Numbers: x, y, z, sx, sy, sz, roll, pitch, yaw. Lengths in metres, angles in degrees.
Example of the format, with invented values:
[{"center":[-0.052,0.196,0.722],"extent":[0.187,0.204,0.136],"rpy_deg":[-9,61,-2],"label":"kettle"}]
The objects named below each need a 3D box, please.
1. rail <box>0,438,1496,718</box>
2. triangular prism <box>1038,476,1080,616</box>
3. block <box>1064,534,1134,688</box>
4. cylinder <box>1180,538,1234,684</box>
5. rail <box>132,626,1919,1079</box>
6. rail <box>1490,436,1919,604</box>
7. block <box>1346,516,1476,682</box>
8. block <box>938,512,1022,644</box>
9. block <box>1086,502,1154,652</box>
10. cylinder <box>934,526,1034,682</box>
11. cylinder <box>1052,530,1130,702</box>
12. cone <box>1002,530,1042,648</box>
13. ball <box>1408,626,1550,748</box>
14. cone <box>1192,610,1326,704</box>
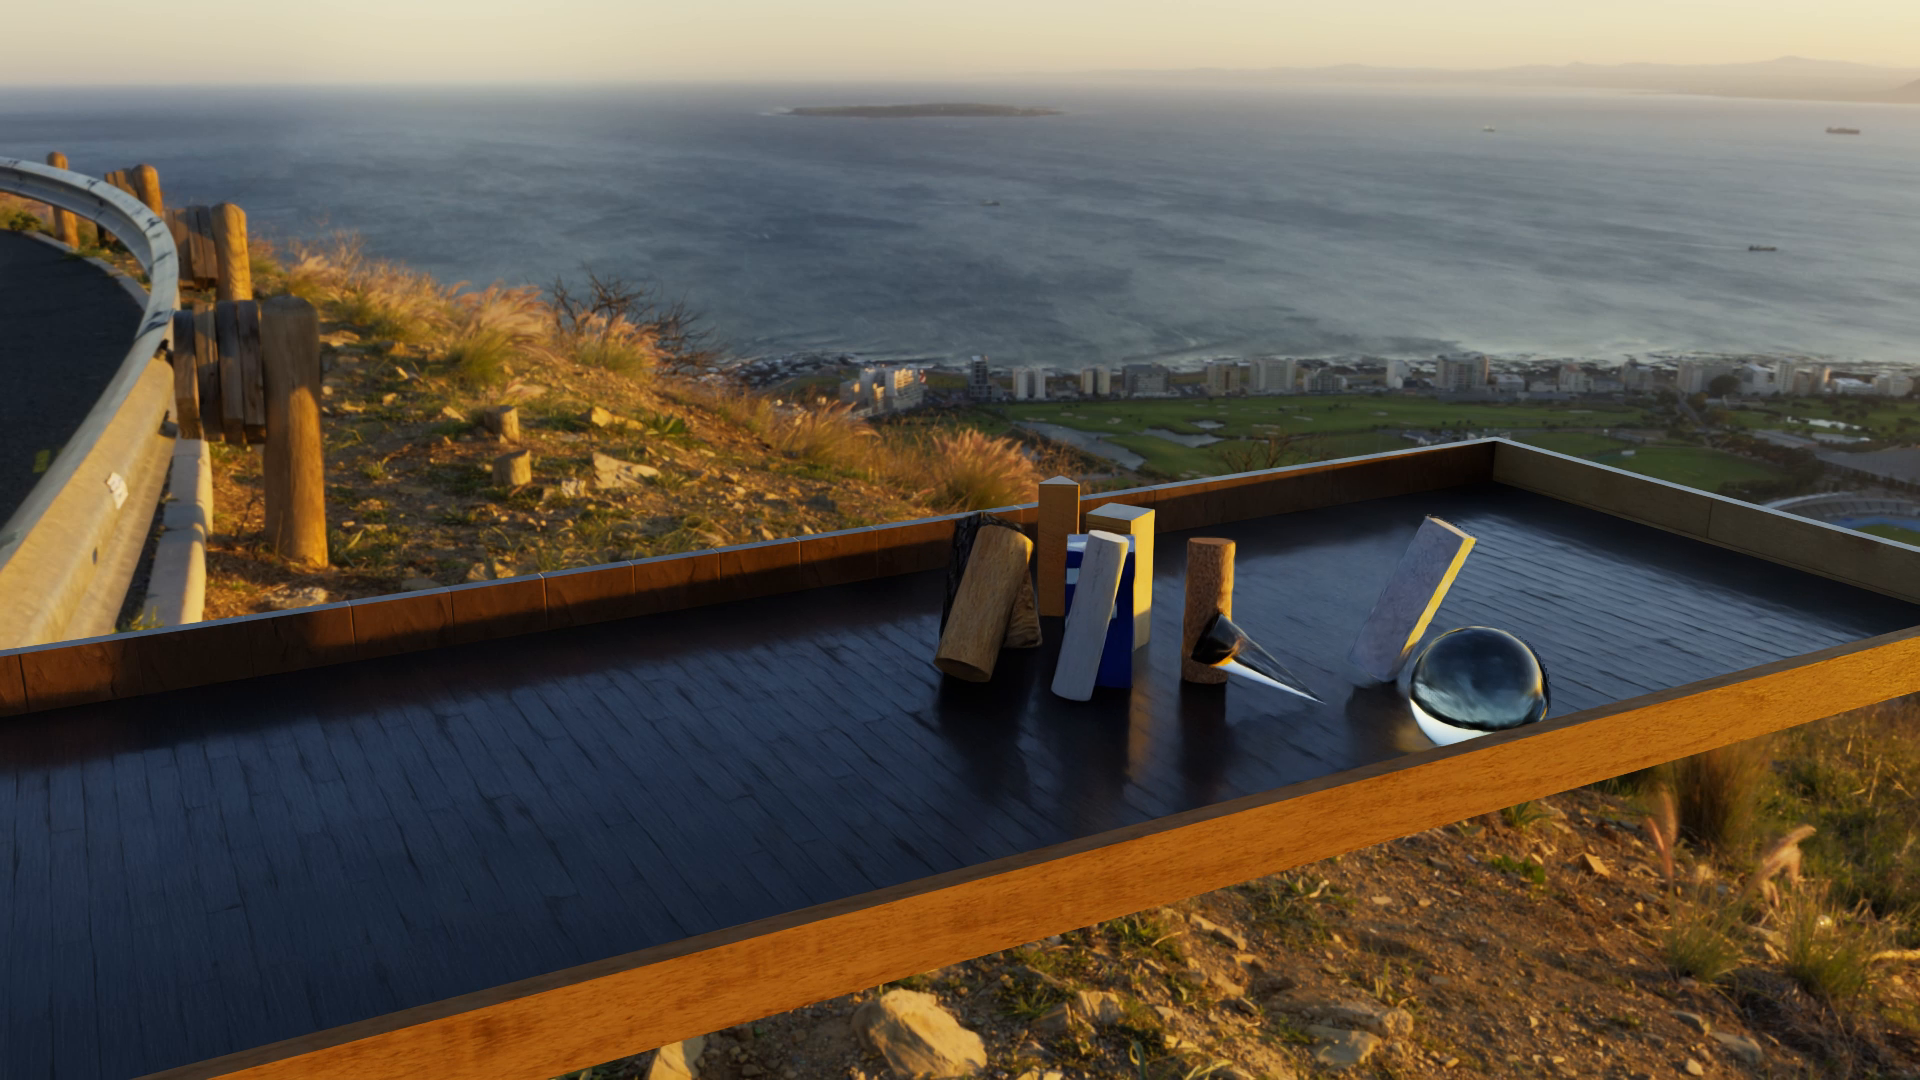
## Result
[{"center":[-3.305,0.497,3.399],"extent":[12.000,0.150,0.050],"rpy_deg":[-9,18,-27],"label":"rail"},{"center":[0.277,0.016,4.625],"extent":[0.110,0.382,0.095],"rpy_deg":[2,16,5],"label":"triangular prism"},{"center":[0.349,0.175,4.137],"extent":[0.167,0.348,0.167],"rpy_deg":[1,15,5],"label":"block"},{"center":[0.618,0.175,4.118],"extent":[0.115,0.349,0.115],"rpy_deg":[2,8,0],"label":"cylinder"},{"center":[-2.336,1.006,1.665],"extent":[12.000,0.150,0.050],"rpy_deg":[-9,18,-27],"label":"rail"},{"center":[2.466,-0.048,5.253],"extent":[0.050,0.150,2.100],"rpy_deg":[-9,18,-27],"label":"rail"},{"center":[1.117,0.148,4.085],"extent":[0.109,0.405,0.109],"rpy_deg":[33,15,27],"label":"block"},{"center":[0.053,0.109,4.327],"extent":[0.127,0.325,0.127],"rpy_deg":[18,-19,-29],"label":"block"},{"center":[0.419,0.101,4.363],"extent":[0.132,0.366,0.132],"rpy_deg":[10,19,32],"label":"block"},{"center":[0.061,0.160,4.147],"extent":[0.148,0.369,0.148],"rpy_deg":[17,-21,7],"label":"cylinder"},{"center":[0.314,0.184,3.993],"extent":[0.100,0.403,0.100],"rpy_deg":[12,12,-3],"label":"cylinder"},{"center":[0.154,0.118,4.381],"extent":[0.155,0.310,0.155],"rpy_deg":[4,12,-1],"label":"cone"},{"center":[1.153,0.340,3.669],"extent":[0.298,0.298,0.298],"rpy_deg":[0,16,0],"label":"ball"},{"center":[0.743,0.315,3.998],"extent":[0.340,0.137,0.137],"rpy_deg":[30,19,0],"label":"cone"}]
